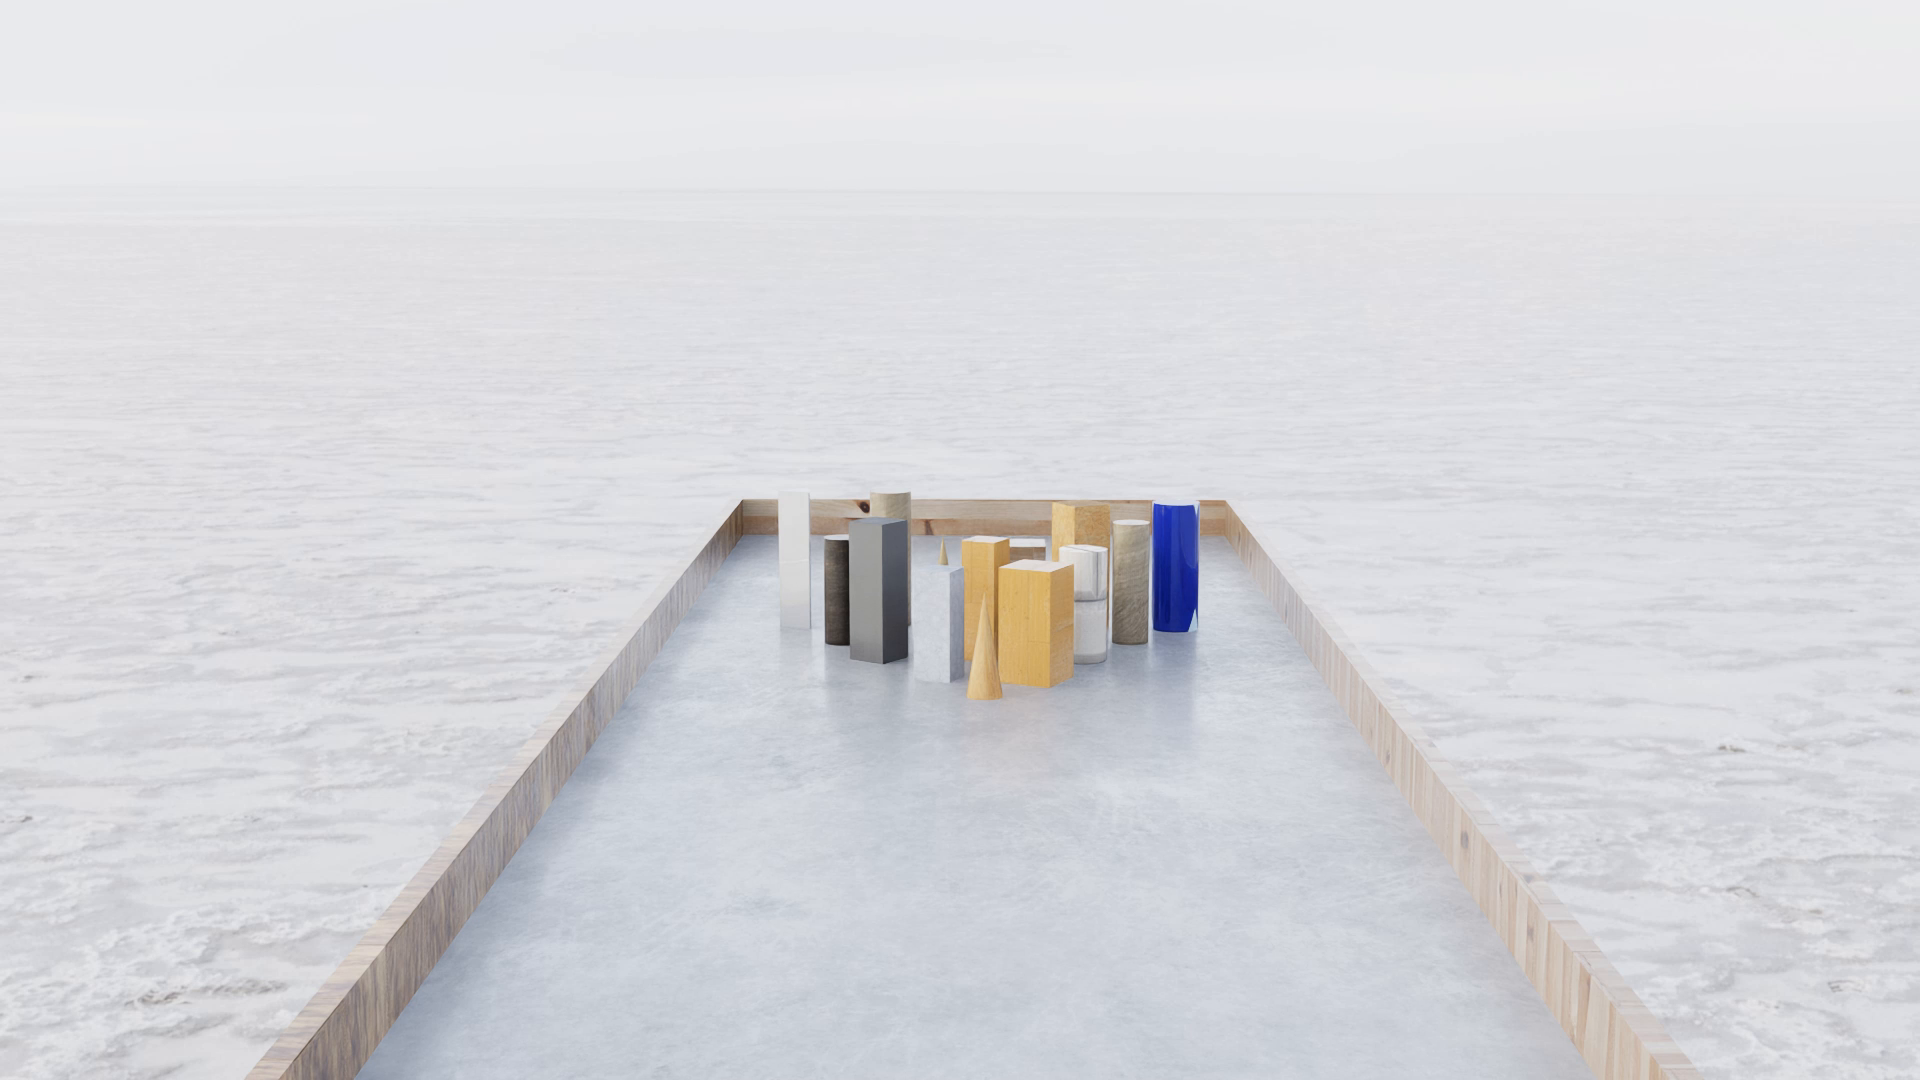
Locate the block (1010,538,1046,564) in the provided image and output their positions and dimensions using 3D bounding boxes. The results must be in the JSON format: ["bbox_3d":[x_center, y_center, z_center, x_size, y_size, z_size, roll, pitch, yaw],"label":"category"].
[{"bbox_3d":[0.192,0.166,6.946,0.151,0.318,0.151,0,9,0],"label":"block"}]

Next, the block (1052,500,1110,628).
[{"bbox_3d":[0.394,0.082,7.190,0.137,0.408,0.137,-5,10,-29],"label":"block"}]

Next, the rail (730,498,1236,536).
[{"bbox_3d":[0.099,-0.098,9.147,2.100,0.150,0.050,0,9,1],"label":"rail"}]

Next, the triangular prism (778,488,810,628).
[{"bbox_3d":[-0.520,0.057,7.209,0.114,0.450,0.098,4,10,23],"label":"triangular prism"}]

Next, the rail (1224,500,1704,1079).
[{"bbox_3d":[1.046,0.843,3.208,0.050,0.150,12.000,0,9,1],"label":"rail"}]

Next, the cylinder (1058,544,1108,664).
[{"bbox_3d":[0.373,0.195,6.681,0.147,0.343,0.147,0,9,0],"label":"cylinder"}]

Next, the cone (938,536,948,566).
[{"bbox_3d":[-0.053,0.156,6.912,0.125,0.348,0.125,0,9,0],"label":"cone"}]

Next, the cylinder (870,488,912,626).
[{"bbox_3d":[-0.227,0.058,7.220,0.135,0.445,0.135,0,9,0],"label":"cylinder"}]

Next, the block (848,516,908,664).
[{"bbox_3d":[-0.248,0.151,6.694,0.126,0.426,0.126,6,11,36],"label":"block"}]

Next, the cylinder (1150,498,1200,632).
[{"bbox_3d":[0.702,0.082,7.164,0.153,0.415,0.153,0,9,0],"label":"cylinder"}]

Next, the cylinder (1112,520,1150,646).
[{"bbox_3d":[0.539,0.133,6.944,0.116,0.383,0.116,0,9,0],"label":"cylinder"}]

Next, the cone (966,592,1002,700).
[{"bbox_3d":[0.069,0.291,6.197,0.104,0.305,0.104,0,9,0],"label":"cone"}]

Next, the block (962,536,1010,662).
[{"bbox_3d":[0.078,0.180,6.698,0.108,0.368,0.108,5,10,27],"label":"block"}]

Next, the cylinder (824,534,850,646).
[{"bbox_3d":[-0.372,0.157,6.942,0.114,0.336,0.114,0,9,0],"label":"cylinder"}]

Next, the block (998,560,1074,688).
[{"bbox_3d":[0.222,0.241,6.406,0.165,0.339,0.165,5,10,27],"label":"block"}]

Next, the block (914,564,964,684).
[{"bbox_3d":[-0.060,0.244,6.432,0.112,0.326,0.112,4,10,22],"label":"block"}]

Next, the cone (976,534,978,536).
[{"bbox_3d":[0.055,0.130,7.211,0.122,0.306,0.122,0,9,0],"label":"cone"}]

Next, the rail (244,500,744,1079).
[{"bbox_3d":[-1.004,0.839,3.234,0.050,0.150,12.000,0,9,1],"label":"rail"}]
